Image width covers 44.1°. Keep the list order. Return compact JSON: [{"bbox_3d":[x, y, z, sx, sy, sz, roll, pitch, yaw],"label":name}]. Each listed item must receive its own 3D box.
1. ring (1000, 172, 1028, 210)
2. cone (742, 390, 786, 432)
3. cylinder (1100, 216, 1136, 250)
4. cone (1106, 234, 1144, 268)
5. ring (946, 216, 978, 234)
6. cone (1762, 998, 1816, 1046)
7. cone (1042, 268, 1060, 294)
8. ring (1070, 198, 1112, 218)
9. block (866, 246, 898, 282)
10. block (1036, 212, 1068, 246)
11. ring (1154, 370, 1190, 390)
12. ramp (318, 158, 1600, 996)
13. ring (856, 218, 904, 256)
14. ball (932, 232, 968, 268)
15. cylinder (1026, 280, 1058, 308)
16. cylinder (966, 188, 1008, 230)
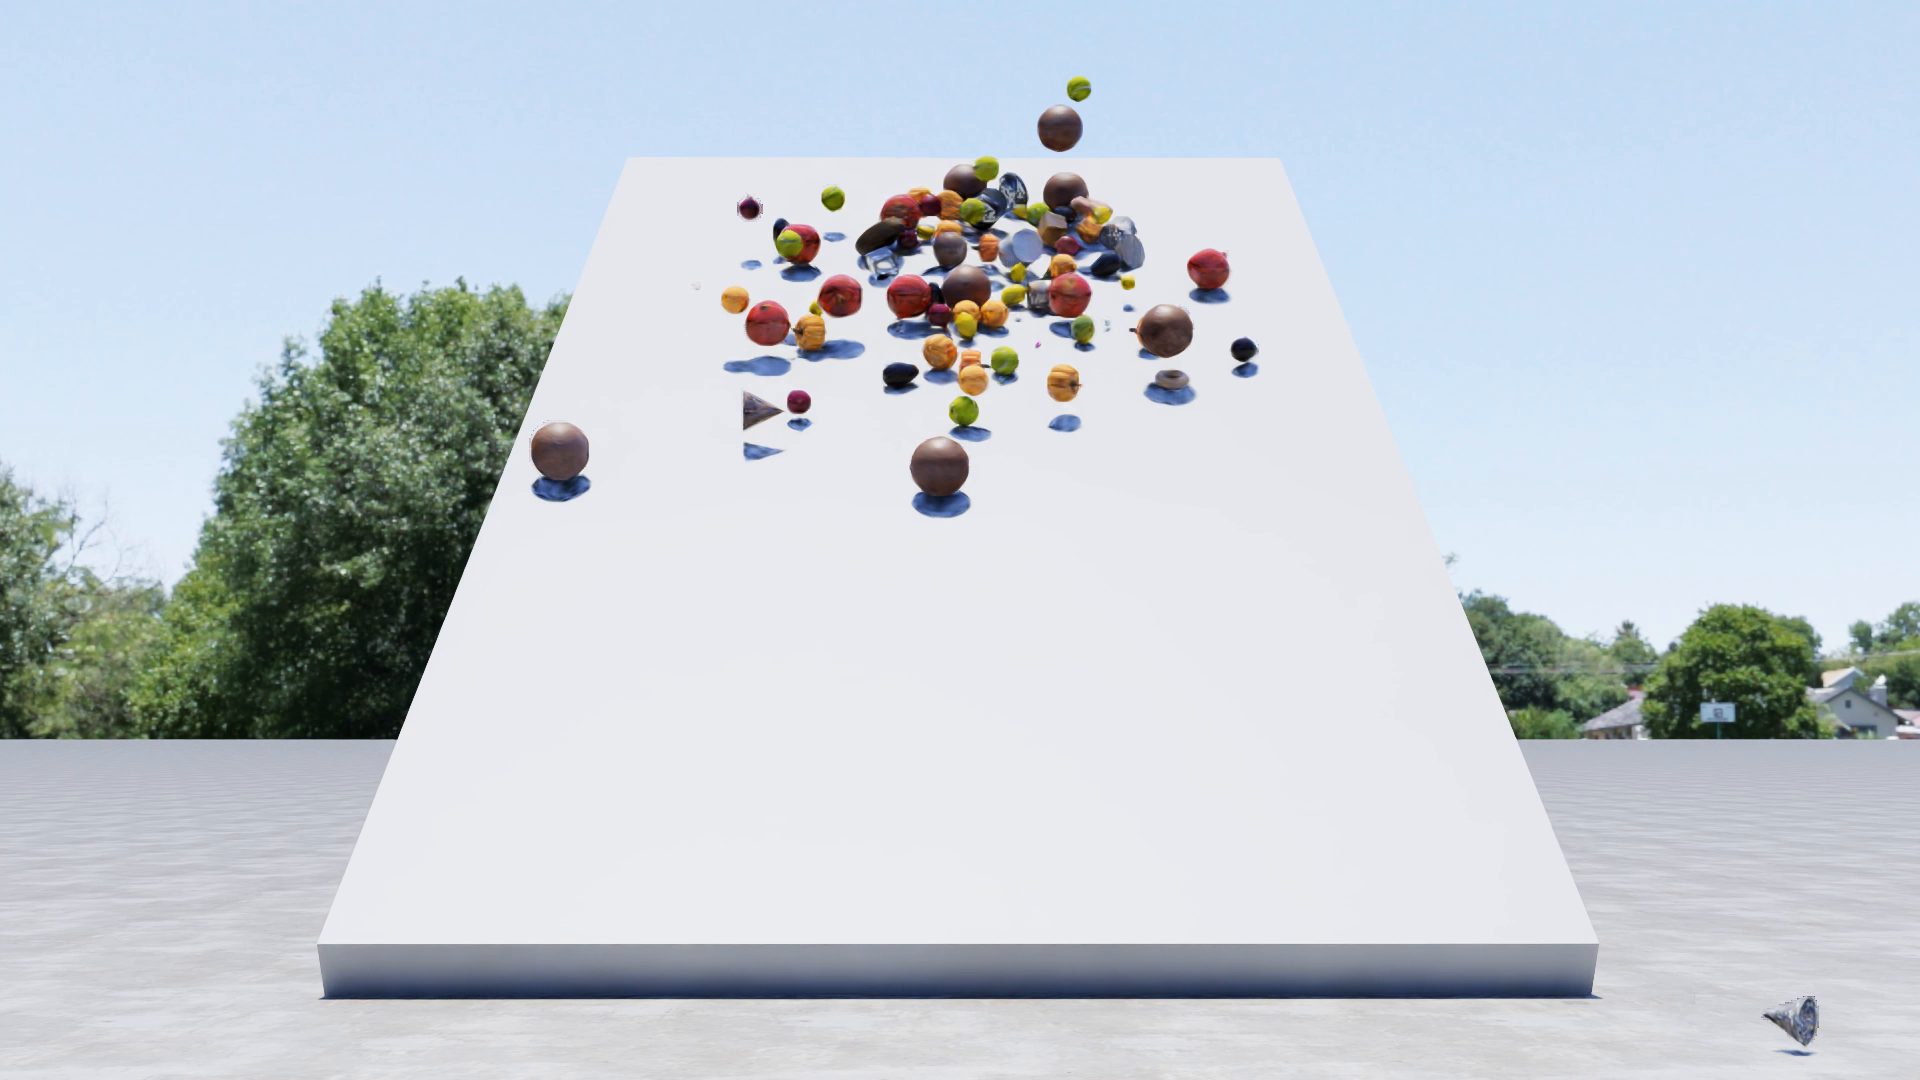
[{"bbox_3d":[0.154,-1.000,6.792,0.039,0.116,0.116,-27,7,-24],"label":"ring"},{"bbox_3d":[-0.442,-0.291,5.343,0.096,0.096,0.096,0,-5,-6],"label":"cone"},{"bbox_3d":[0.436,-0.847,6.533,0.077,0.077,0.077,-3,23,32],"label":"cylinder"},{"bbox_3d":[0.433,-0.773,6.425,0.096,0.096,0.096,5,-12,-44],"label":"cone"},{"bbox_3d":[0.010,-0.886,6.660,0.098,0.033,0.098,0,28,0],"label":"ring"},{"bbox_3d":[1.072,0.621,3.079,0.061,0.061,0.061,3,-2,42],"label":"cone"},{"bbox_3d":[0.232,-0.686,6.224,0.067,0.067,0.067,0,27,0],"label":"cone"},{"bbox_3d":[0.368,-0.929,6.625,0.122,0.041,0.122,13,15,-4],"label":"ring"},{"bbox_3d":[-0.208,-0.736,6.314,0.061,0.061,0.061,-22,34,-12],"label":"block"},{"bbox_3d":[0.254,-0.857,6.537,0.062,0.062,0.062,9,-49,-18],"label":"block"},{"bbox_3d":[0.508,-0.385,5.675,0.084,0.028,0.084,1,28,-1],"label":"ring"},{"bbox_3d":[-0.010,-0.227,5.501,2.000,0.100,4.000,0,27,0],"label":"ramp"},{"bbox_3d":[-0.218,-0.826,6.447,0.148,0.049,0.148,-32,-5,-3],"label":"ring"},{"bbox_3d":[-0.026,-0.782,6.383,0.096,0.096,0.096,0,-5,0],"label":"ball"},{"bbox_3d":[0.212,-0.635,6.117,0.070,0.070,0.070,-5,-4,-8],"label":"cylinder"},{"bbox_3d":[0.075,-0.927,6.626,0.091,0.091,0.091,-3,28,28],"label":"cylinder"}]
